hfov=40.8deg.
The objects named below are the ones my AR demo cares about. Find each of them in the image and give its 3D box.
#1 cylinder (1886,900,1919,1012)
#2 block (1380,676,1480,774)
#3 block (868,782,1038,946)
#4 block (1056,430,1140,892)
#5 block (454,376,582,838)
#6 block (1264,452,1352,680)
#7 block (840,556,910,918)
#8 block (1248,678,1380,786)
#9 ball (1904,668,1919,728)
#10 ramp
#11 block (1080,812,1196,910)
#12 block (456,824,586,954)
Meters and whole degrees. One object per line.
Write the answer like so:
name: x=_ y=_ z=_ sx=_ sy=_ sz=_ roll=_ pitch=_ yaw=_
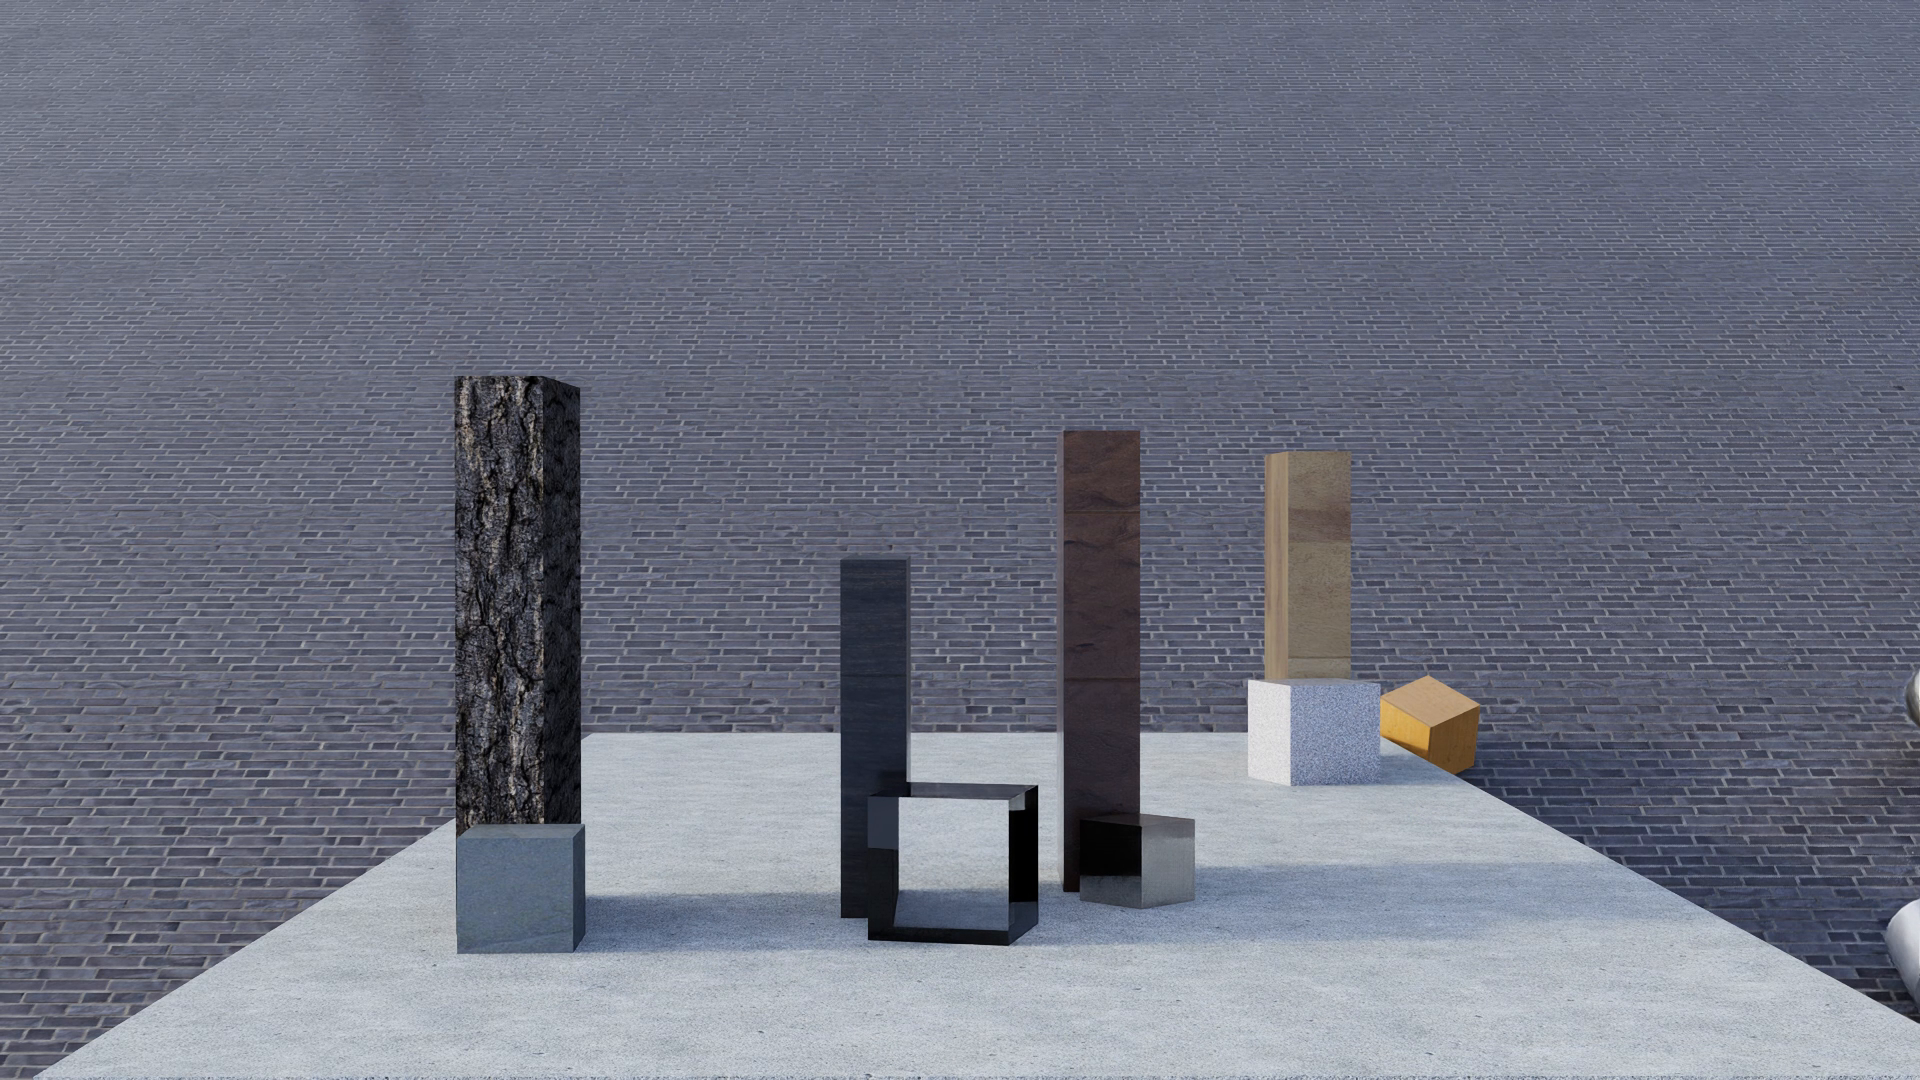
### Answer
cylinder: x=2.194 y=0.936 z=5.745 sx=0.207 sy=0.207 sz=0.207 roll=0 pitch=28 yaw=0
block: x=1.192 y=0.490 z=6.609 sx=0.182 sy=0.182 sz=0.182 roll=-20 pitch=34 yaw=-32
block: x=-0.007 y=0.435 z=3.499 sx=0.191 sy=0.191 sz=0.191 roll=0 pitch=1 yaw=14
block: x=0.212 y=0.180 z=3.989 sx=0.114 sy=0.690 sz=0.264 roll=0 pitch=1 yaw=0
block: x=-0.620 y=0.153 z=3.648 sx=0.118 sy=0.752 sz=0.346 roll=0 pitch=1 yaw=0
block: x=0.778 y=0.154 z=5.806 sx=0.136 sy=0.697 sz=0.424 roll=0 pitch=1 yaw=0
block: x=-0.121 y=0.276 z=3.781 sx=0.092 sy=0.502 sz=0.336 roll=0 pitch=1 yaw=0
block: x=0.748 y=0.403 z=5.466 sx=0.207 sy=0.207 sz=0.207 roll=0 pitch=1 yaw=-18
ball: x=2.565 y=0.414 z=6.736 sx=0.197 sy=0.197 sz=0.197 roll=0 pitch=28 yaw=0
ramp: x=0.063 y=0.567 z=4.608 sx=2.000 sy=0.100 sz=4.000 roll=0 pitch=1 yaw=0
block: x=0.259 y=0.468 z=3.776 sx=0.119 sy=0.119 sz=0.119 roll=1 pitch=1 yaw=45
block: x=-0.576 y=0.458 z=3.403 sx=0.149 sy=0.149 sz=0.149 roll=0 pitch=1 yaw=-2
